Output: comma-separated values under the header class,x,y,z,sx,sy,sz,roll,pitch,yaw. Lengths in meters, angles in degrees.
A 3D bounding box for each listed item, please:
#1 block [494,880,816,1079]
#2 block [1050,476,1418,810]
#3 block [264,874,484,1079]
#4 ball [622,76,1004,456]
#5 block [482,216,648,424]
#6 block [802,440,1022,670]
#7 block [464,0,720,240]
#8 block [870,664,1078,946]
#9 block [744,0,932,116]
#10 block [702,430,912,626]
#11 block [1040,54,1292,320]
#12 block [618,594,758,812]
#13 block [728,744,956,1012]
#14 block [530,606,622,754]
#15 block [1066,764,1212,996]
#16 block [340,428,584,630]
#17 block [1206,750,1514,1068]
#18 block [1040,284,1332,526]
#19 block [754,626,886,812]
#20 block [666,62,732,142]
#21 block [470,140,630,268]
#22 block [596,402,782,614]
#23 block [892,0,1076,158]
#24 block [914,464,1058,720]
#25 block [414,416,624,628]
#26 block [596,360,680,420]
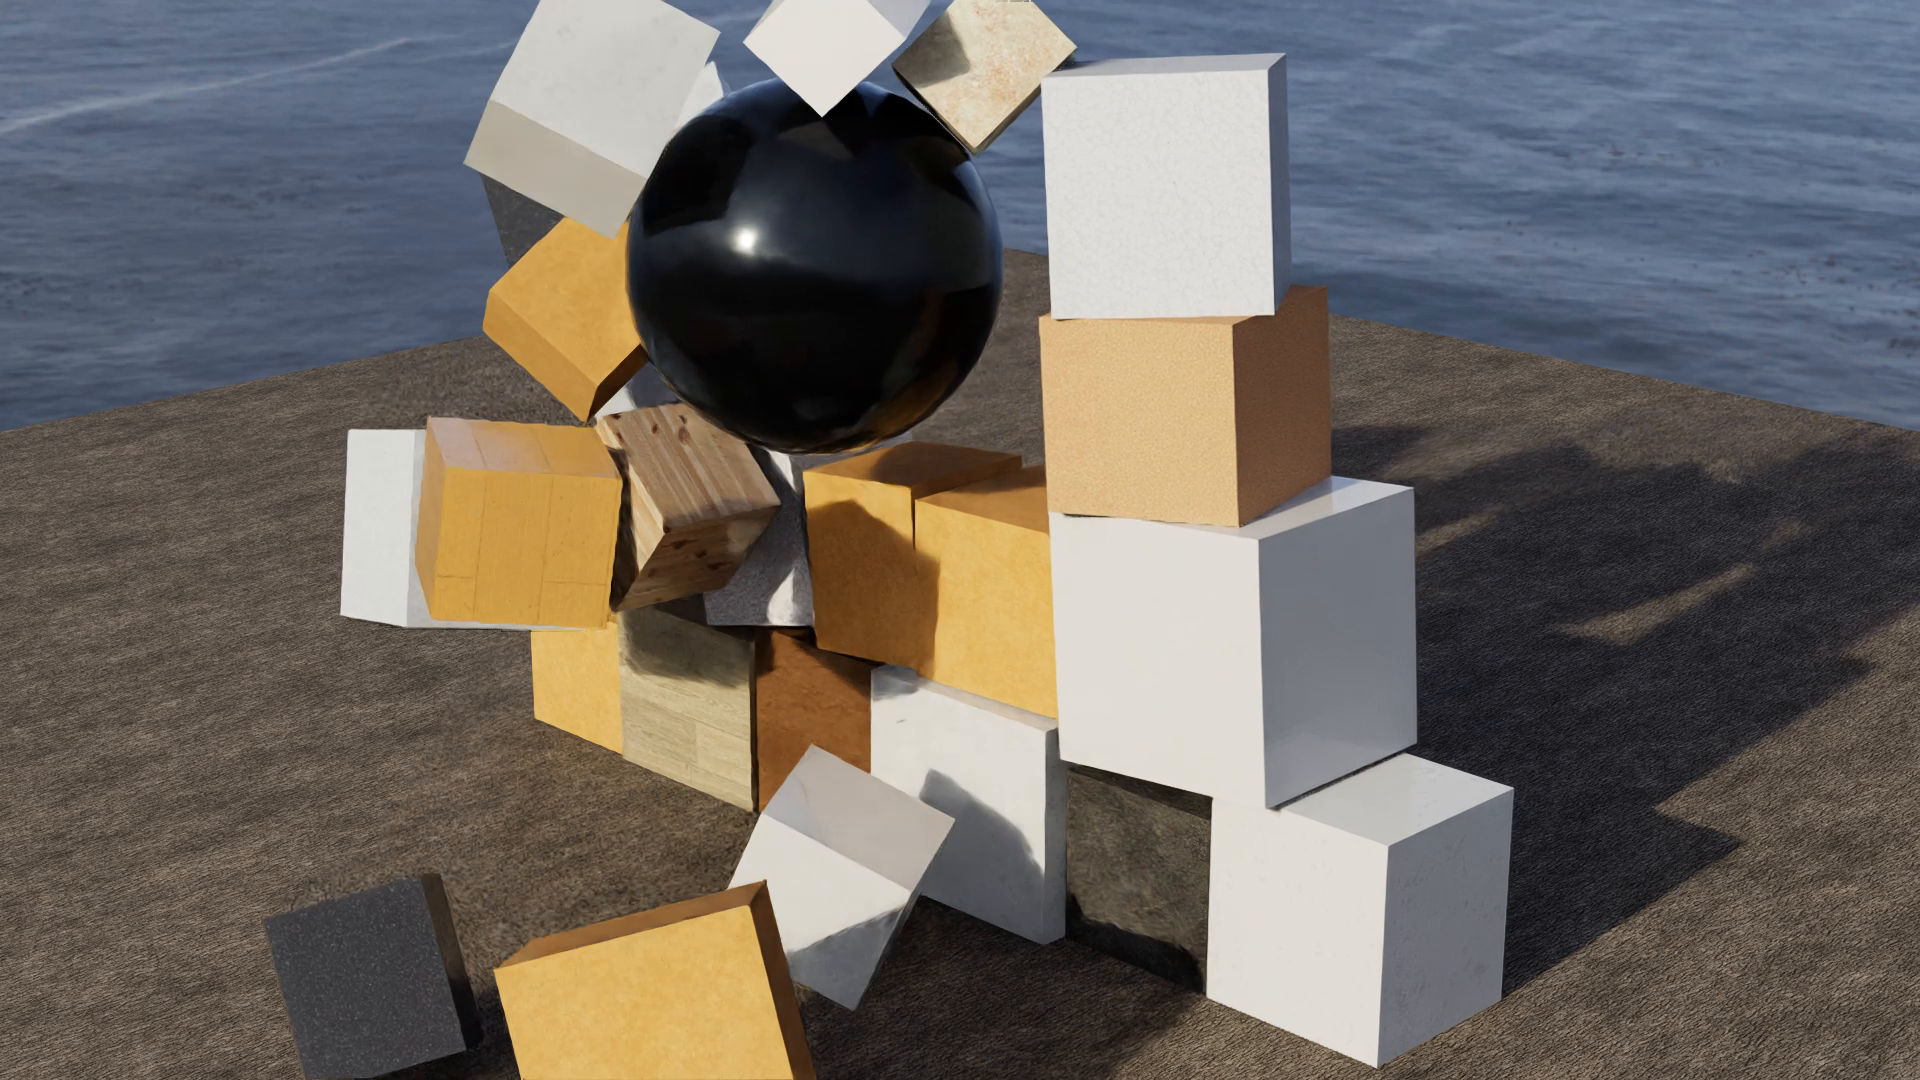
class,x,y,z,sx,sy,sz,roll,pitch,yaw
block,-1.065,1.772,10.545,0.904,0.814,0.964,-14,-1,-1
block,1.147,0.355,12.238,1.096,1.106,1.033,10,19,43
block,-2.250,1.702,11.309,0.605,0.681,0.565,-16,-5,-4
ball,-0.613,-1.153,12.336,1.600,1.600,1.600,0,17,0
block,-1.693,-1.054,13.351,0.664,0.645,0.550,-48,-1,-20
block,-0.191,0.056,13.489,0.689,0.843,0.726,10,19,43
block,-1.484,-1.774,11.779,0.679,0.723,0.670,27,-22,-10
block,0.346,1.064,13.300,1.081,0.995,1.034,17,24,42
block,-0.463,-2.111,11.711,0.541,0.433,0.506,-37,17,38
block,-0.740,-0.155,14.051,0.796,0.970,0.789,-1,12,45
block,0.854,-1.442,11.887,0.889,0.957,0.772,0,14,12
block,-1.035,0.697,14.670,0.906,0.873,0.995,-17,24,-42
block,-0.531,1.402,12.226,0.686,0.660,0.626,27,28,5
block,-1.666,0.594,15.293,0.833,0.697,0.762,-17,24,-42
block,1.034,1.359,12.703,0.819,0.789,0.803,-17,24,-42
block,-2.195,-0.053,13.001,0.814,0.837,0.858,2,1,-30
block,1.644,1.461,12.102,0.887,0.954,0.847,17,24,42
block,0.942,-0.585,12.081,0.851,0.806,0.948,5,16,29
block,-0.365,0.870,13.993,0.920,0.951,0.795,17,24,42
block,-1.185,-1.710,13.375,0.548,0.610,0.563,-28,29,5
block,-1.943,-1.668,14.717,0.779,0.756,0.758,-17,-5,-6
block,-1.350,-0.166,13.411,0.643,0.650,0.639,-13,62,-41
block,0.100,-1.957,12.011,0.576,0.476,0.543,-45,2,3
block,0.412,0.217,12.943,0.911,0.816,0.801,15,22,42
block,-1.756,-0.075,11.590,0.677,0.610,0.737,4,17,-17
block,-1.420,-1.029,14.476,0.783,0.776,0.788,-15,-3,-21
